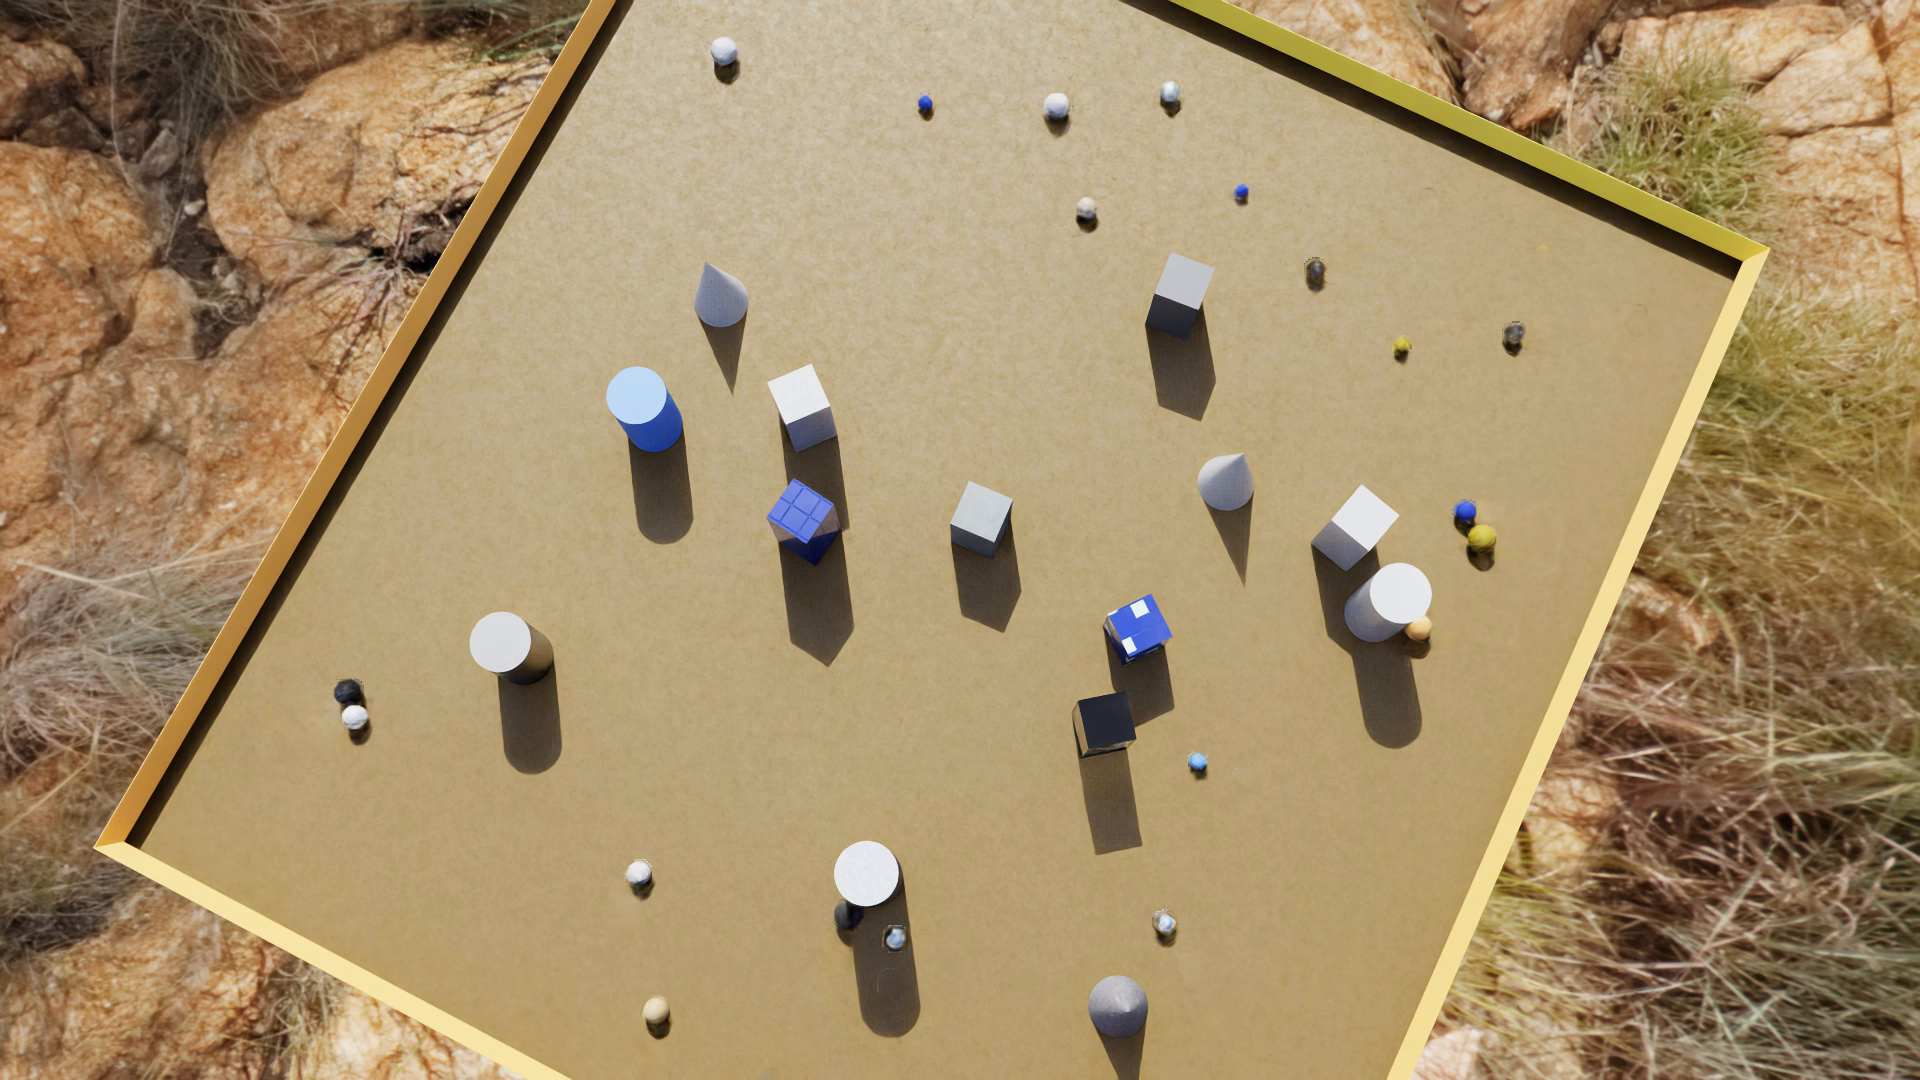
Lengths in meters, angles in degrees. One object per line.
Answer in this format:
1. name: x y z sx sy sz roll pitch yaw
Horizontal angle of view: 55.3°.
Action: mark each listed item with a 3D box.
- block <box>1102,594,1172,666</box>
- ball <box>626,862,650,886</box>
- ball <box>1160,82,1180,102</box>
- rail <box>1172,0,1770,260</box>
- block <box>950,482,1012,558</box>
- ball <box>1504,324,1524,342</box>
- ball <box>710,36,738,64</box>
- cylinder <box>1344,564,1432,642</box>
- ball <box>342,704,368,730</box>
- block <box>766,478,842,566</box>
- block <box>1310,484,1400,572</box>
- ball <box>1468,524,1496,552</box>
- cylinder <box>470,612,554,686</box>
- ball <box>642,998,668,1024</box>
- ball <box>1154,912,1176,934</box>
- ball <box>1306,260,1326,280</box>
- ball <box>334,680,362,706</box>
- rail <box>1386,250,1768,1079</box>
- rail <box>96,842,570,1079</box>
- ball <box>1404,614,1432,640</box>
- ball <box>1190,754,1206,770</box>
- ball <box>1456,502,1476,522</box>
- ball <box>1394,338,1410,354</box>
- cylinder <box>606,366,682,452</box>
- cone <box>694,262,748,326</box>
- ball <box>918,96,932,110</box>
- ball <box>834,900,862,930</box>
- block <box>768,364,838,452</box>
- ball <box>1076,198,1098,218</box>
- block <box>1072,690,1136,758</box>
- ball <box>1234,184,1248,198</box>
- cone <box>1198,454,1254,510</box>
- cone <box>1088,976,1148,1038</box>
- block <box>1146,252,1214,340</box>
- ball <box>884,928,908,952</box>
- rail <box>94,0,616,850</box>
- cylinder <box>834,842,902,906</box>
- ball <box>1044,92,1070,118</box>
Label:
1. block: 0.527 0.270 5.453 0.140 0.210 0.140 -25 79 -5
2. ball: -0.944 0.979 5.378 0.070 0.070 0.070 0 78 0
3. ball: 0.674 -1.438 5.880 0.064 0.064 0.064 0 78 0
4. rail: 0.860 -1.678 5.904 3.677 0.114 0.045 26 80 5
5. block: 0.063 -0.058 5.497 0.140 0.257 0.140 23 79 5
6. ball: 1.730 -0.645 5.718 0.061 0.061 0.061 0 78 0
7. ball: -0.759 -1.574 5.896 0.088 0.088 0.088 0 78 0
8. cylinder: 1.255 0.188 5.393 0.175 0.361 0.175 0 78 0
9. ball: -1.806 0.529 5.470 0.073 0.073 0.073 0 78 0
10. block: -0.461 -0.049 5.448 0.140 0.348 0.140 33 80 6
11. block: 1.172 -0.032 5.457 0.140 0.325 0.140 40 81 8
12. ball: 1.588 -0.004 5.573 0.085 0.085 0.085 0 78 0
13. cylinder: -1.317 0.322 5.396 0.175 0.300 0.175 0 78 0
14. ball: -0.880 1.361 5.296 0.075 0.075 0.075 0 78 0
15. ball: 0.601 1.120 5.352 0.064 0.064 0.064 0 78 0
16. ball: 1.119 -0.850 5.761 0.060 0.060 0.060 0 78 0
17. ball: -1.830 0.456 5.481 0.080 0.080 0.080 0 78 0
18. rail: 1.623 0.801 5.392 0.045 0.114 3.892 26 80 5
19. rail: -0.860 1.690 5.208 3.677 0.114 0.045 26 80 5
20. ball: 1.379 0.262 5.519 0.085 0.085 0.085 0 78 0
21. ball: 0.710 0.659 5.455 0.048 0.048 0.048 0 78 0
22. ball: 1.547 -0.086 5.601 0.064 0.064 0.064 0 78 0
23. ball: 1.378 -0.606 5.716 0.049 0.049 0.049 0 78 0
24. cylinder: -0.948 -0.391 5.530 0.175 0.326 0.175 0 78 0
25. cone: -0.752 -0.790 5.599 0.175 0.354 0.175 0 78 0
26. ball: -0.111 -1.403 5.882 0.047 0.047 0.047 0 78 0
27. ball: -0.327 1.092 5.346 0.084 0.084 0.084 0 78 0
28. block: -0.472 -0.394 5.528 0.140 0.332 0.140 -24 79 -5
29. ball: 0.401 -1.051 5.799 0.067 0.067 0.067 0 78 0
30. block: 0.417 0.541 5.341 0.140 0.320 0.140 -11 79 -2
31. ball: 0.896 -1.109 5.823 0.044 0.044 0.044 0 78 0
32. cone: 0.821 -0.213 5.472 0.175 0.368 0.175 0 78 0
33. cone: 0.461 1.324 5.173 0.175 0.332 0.175 0 78 0
34. block: 0.671 -0.744 5.619 0.140 0.295 0.140 22 79 4
35. ball: -0.188 1.163 5.341 0.069 0.069 0.069 0 78 0
36. rail: -1.623 -0.789 5.720 0.045 0.114 3.892 26 80 5
37. cylinder: -0.256 0.952 5.206 0.175 0.418 0.175 0 78 0
38. ball: 0.309 -1.390 5.862 0.081 0.081 0.081 0 78 0
